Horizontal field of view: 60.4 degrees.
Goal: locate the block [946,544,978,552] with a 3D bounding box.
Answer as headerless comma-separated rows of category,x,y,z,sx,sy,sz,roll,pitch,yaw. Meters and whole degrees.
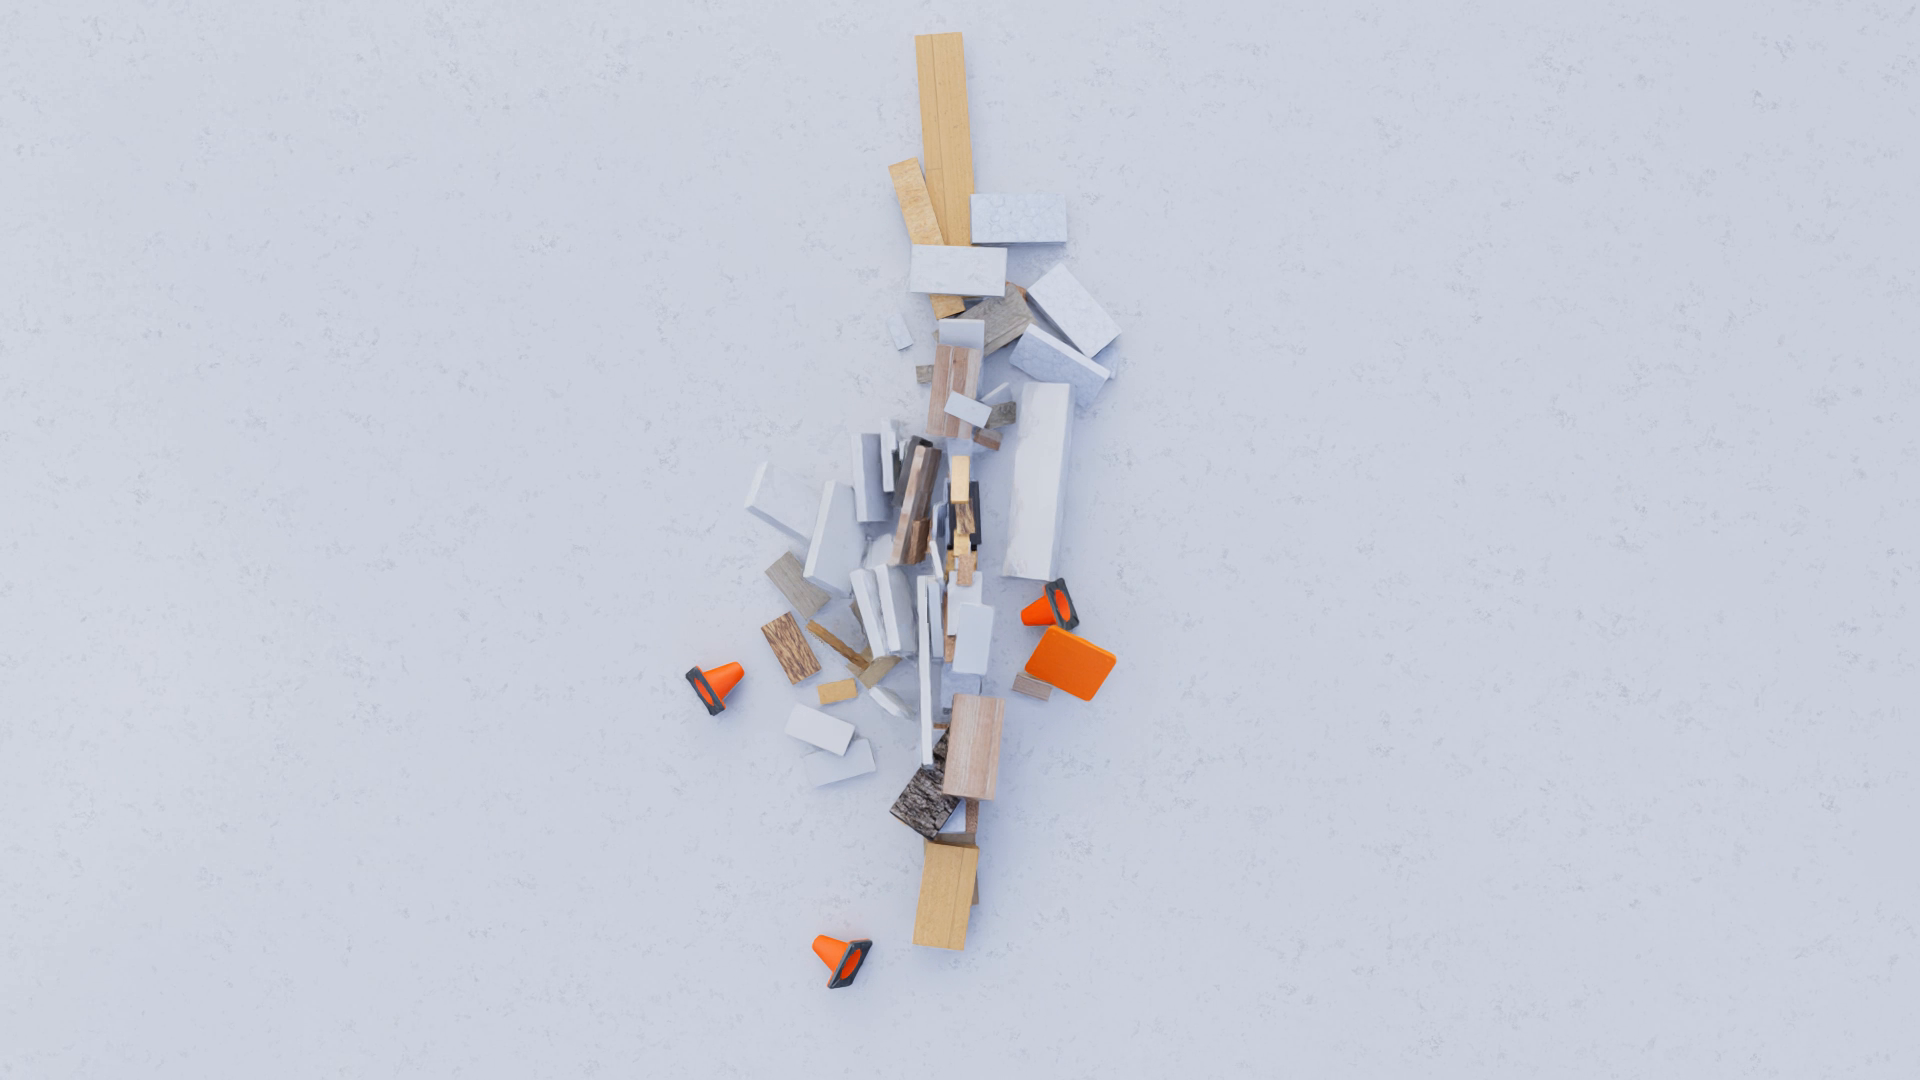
block,0.004,0.111,5.454,0.099,0.028,0.199,1,109,0

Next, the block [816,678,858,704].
block,-0.408,0.503,5.491,0.126,0.018,0.063,-12,90,0

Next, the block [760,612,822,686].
block,-0.561,0.360,5.484,0.110,0.031,0.220,-29,90,0

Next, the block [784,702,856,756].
block,-0.463,0.628,5.466,0.214,0.030,0.107,21,82,6

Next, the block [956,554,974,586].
block,0.017,0.096,5.322,0.050,0.014,0.099,6,94,-2

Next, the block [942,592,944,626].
block,-0.010,0.247,5.462,0.099,0.028,0.199,-1,104,0

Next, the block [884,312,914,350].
block,-0.202,-0.695,5.492,0.057,0.016,0.114,-24,90,0

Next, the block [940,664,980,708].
block,0.006,0.430,5.394,0.125,0.035,0.249,6,106,-1

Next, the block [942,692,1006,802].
block,0.045,0.668,5.313,0.166,0.047,0.331,7,70,0

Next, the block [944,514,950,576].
block,0.000,0.018,5.456,0.103,0.029,0.205,0,107,0

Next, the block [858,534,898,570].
block,-0.335,0.066,5.465,0.243,0.034,0.121,-13,73,0

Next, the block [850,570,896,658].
block,-0.270,0.237,5.340,0.041,0.143,0.286,-20,82,21

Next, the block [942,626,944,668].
block,0.005,0.334,5.437,0.125,0.035,0.249,2,113,1

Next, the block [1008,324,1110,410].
block,0.326,-0.571,5.428,0.309,0.154,0.044,31,48,0

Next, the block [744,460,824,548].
block,-0.523,-0.095,5.362,0.344,0.049,0.172,33,57,-27

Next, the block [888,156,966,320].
block,-0.109,-0.994,5.442,0.100,0.028,0.533,-18,89,5

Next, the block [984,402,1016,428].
block,0.133,-0.412,5.432,0.020,0.141,0.071,13,109,38

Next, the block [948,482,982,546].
block,0.015,-0.087,5.395,0.103,0.029,0.205,-3,98,0

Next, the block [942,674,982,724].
block,0.009,0.492,5.448,0.125,0.035,0.249,4,106,0

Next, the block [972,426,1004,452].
block,0.094,-0.338,5.448,0.017,0.121,0.060,19,90,40

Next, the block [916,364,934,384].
block,-0.088,-0.555,5.492,0.114,0.016,0.057,-5,90,0

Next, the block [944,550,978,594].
block,0.002,0.135,5.405,0.099,0.028,0.199,3,104,-1

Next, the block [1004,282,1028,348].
block,0.150,-0.753,5.486,0.100,0.028,0.201,23,90,0

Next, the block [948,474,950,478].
block,-0.002,-0.147,5.471,0.078,0.022,0.157,0,103,0

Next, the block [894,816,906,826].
block,-0.166,0.892,5.484,0.054,0.015,0.109,40,99,0

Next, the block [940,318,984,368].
block,0.003,-0.577,5.409,0.145,0.041,0.291,1,113,-1

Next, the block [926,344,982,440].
block,-0.021,-0.481,5.345,0.145,0.041,0.291,7,102,-2

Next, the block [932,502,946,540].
block,-0.067,-0.062,5.391,0.016,0.057,0.113,14,112,29

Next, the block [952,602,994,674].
block,0.042,0.316,5.266,0.108,0.031,0.216,7,92,-2

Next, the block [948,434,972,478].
block,0.001,-0.276,5.420,0.078,0.022,0.157,-2,101,0

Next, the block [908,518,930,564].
block,-0.133,0.003,5.446,0.021,0.072,0.145,16,106,26

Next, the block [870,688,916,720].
block,-0.217,0.534,5.380,0.108,0.217,0.031,40,91,16

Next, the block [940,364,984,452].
block,0.003,-0.432,5.425,0.145,0.041,0.291,-1,113,0

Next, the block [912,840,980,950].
block,-0.048,1.166,5.418,0.171,0.048,0.342,8,94,-4

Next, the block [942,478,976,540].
block,-0.004,-0.102,5.447,0.103,0.029,0.205,1,112,0

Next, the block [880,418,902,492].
block,-0.225,-0.279,5.438,0.034,0.119,0.239,-3,90,13

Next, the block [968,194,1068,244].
block,0.192,-1.060,5.453,0.317,0.045,0.158,-2,90,-9
